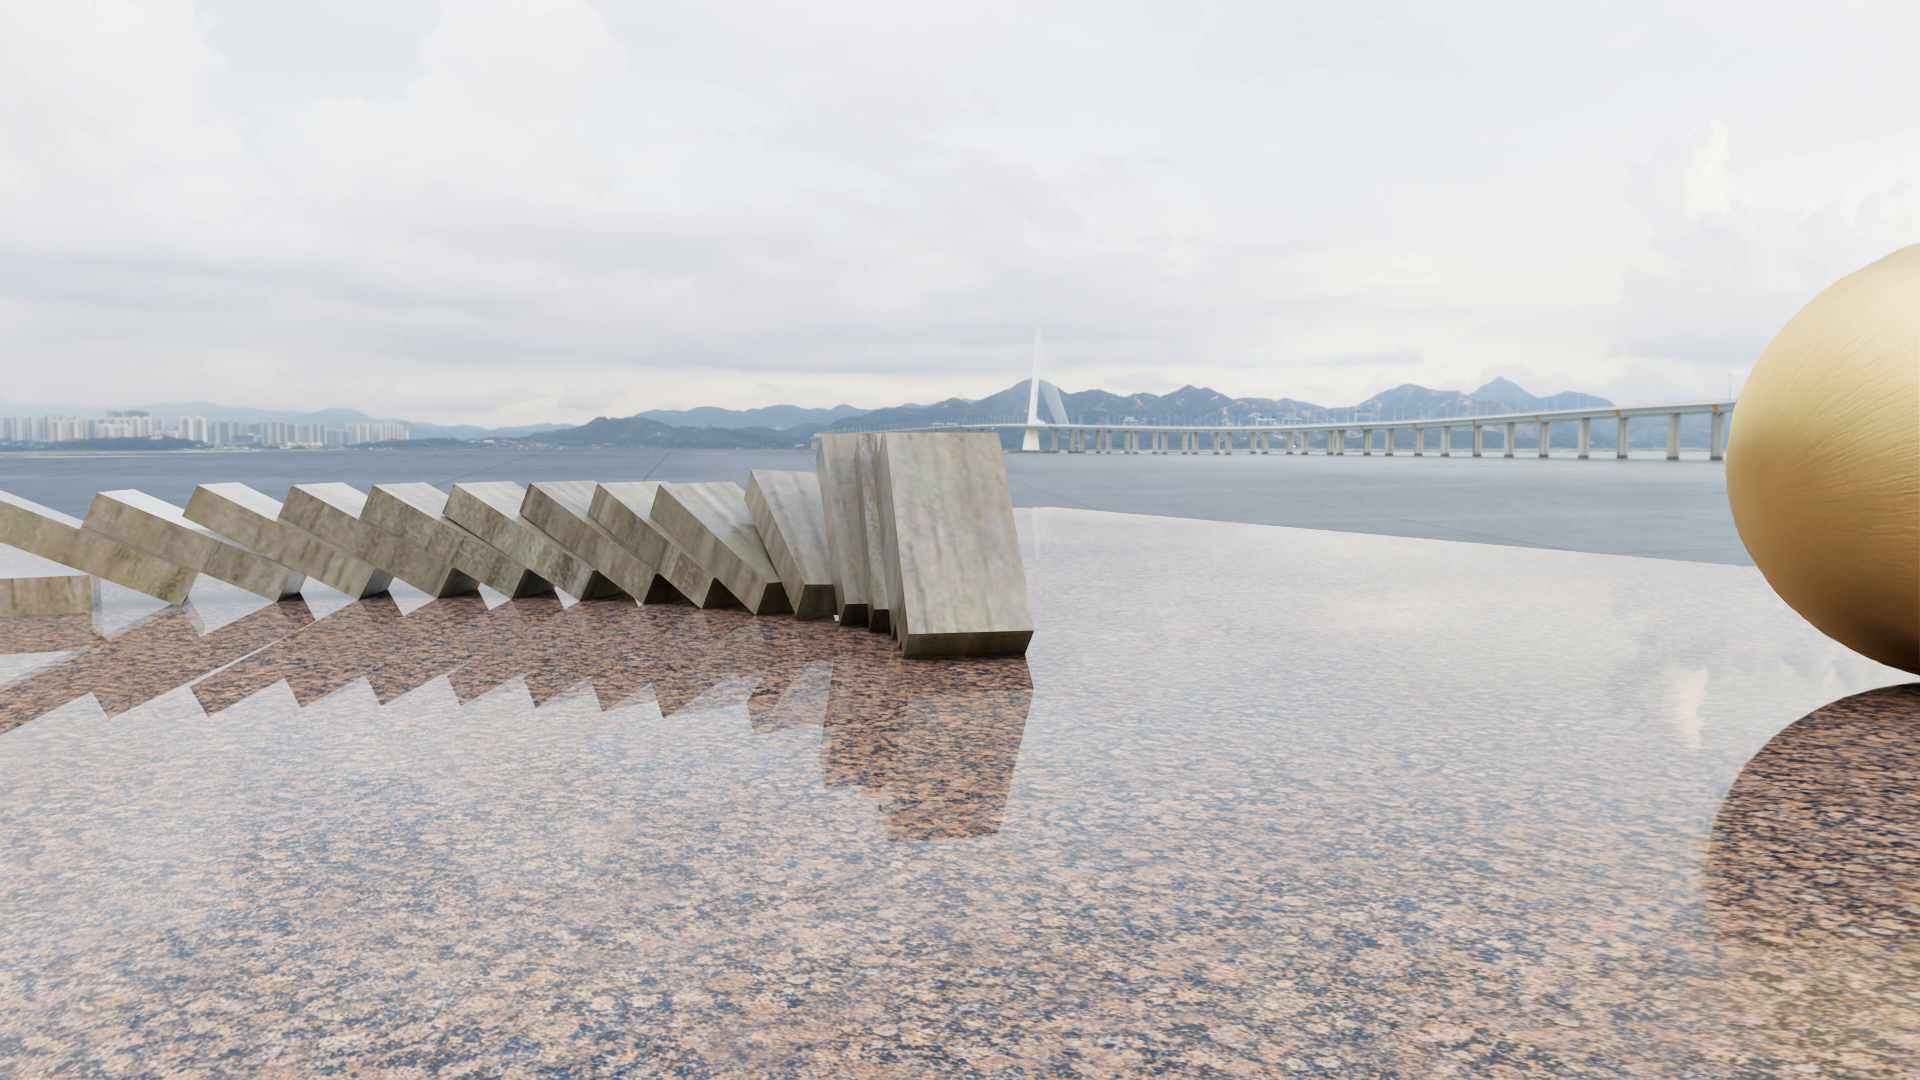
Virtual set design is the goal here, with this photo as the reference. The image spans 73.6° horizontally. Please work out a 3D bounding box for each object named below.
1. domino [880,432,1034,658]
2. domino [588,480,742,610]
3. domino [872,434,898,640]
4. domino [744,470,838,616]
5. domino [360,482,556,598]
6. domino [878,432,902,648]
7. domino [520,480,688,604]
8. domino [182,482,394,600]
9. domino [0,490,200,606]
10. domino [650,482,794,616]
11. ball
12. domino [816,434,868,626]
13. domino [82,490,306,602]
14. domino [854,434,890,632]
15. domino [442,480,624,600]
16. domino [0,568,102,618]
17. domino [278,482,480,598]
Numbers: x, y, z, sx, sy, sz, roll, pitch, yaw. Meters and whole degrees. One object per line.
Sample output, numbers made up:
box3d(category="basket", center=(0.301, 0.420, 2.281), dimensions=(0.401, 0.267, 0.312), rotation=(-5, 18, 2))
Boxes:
box3d(category="domino", center=(-0.001, 0.000, 0.267), dimensions=(0.025, 0.050, 0.009), rotation=(-1, -34, -11))
box3d(category="domino", center=(-0.076, 0.000, 0.351), dimensions=(0.050, 0.010, 0.025), rotation=(35, 22, 28))
box3d(category="domino", center=(-0.005, -0.002, 0.291), dimensions=(0.025, 0.050, 0.009), rotation=(-1, -34, -11))
box3d(category="domino", center=(-0.036, 0.000, 0.330), dimensions=(0.025, 0.009, 0.050), rotation=(1, 35, -28))
box3d(category="domino", center=(-0.141, 0.000, 0.366), dimensions=(0.050, 0.009, 0.025), rotation=(28, 8, 6))
box3d(category="domino", center=(-0.003, -0.001, 0.279), dimensions=(0.025, 0.050, 0.009), rotation=(-1, -34, -11))
box3d(category="domino", center=(-0.096, 0.000, 0.359), dimensions=(0.050, 0.009, 0.025), rotation=(32, 18, 22))
box3d(category="domino", center=(-0.186, 0.000, 0.359), dimensions=(0.050, 0.010, 0.025), rotation=(27, 0, -8))
box3d(category="domino", center=(-0.227, 0.002, 0.335), dimensions=(0.050, 0.009, 0.025), rotation=(27, -9, -26))
box3d(category="domino", center=(-0.057, 0.001, 0.339), dimensions=(0.025, 0.009, 0.050), rotation=(-5, 34, -48))
box3d(category="ball", center=(0.180, -0.014, 0.224), dimensions=(0.080, 0.080, 0.080), rotation=(0, 4, 0))
box3d(category="domino", center=(-0.019, -0.003, 0.314), dimensions=(0.025, 0.050, 0.009), rotation=(-1, -34, -16))
box3d(category="domino", center=(-0.207, 0.001, 0.351), dimensions=(0.050, 0.009, 0.025), rotation=(25, -2, -15))
box3d(category="domino", center=(-0.010, -0.003, 0.303), dimensions=(0.025, 0.050, 0.010), rotation=(0, -34, -11))
box3d(category="domino", center=(-0.118, 0.000, 0.364), dimensions=(0.050, 0.010, 0.025), rotation=(30, 12, 14))
box3d(category="domino", center=(-0.247, 0.014, 0.323), dimensions=(0.050, 0.009, 0.025), rotation=(-2, 5, -29))
box3d(category="domino", center=(-0.163, 0.000, 0.365), dimensions=(0.050, 0.010, 0.025), rotation=(27, 6, 2))
